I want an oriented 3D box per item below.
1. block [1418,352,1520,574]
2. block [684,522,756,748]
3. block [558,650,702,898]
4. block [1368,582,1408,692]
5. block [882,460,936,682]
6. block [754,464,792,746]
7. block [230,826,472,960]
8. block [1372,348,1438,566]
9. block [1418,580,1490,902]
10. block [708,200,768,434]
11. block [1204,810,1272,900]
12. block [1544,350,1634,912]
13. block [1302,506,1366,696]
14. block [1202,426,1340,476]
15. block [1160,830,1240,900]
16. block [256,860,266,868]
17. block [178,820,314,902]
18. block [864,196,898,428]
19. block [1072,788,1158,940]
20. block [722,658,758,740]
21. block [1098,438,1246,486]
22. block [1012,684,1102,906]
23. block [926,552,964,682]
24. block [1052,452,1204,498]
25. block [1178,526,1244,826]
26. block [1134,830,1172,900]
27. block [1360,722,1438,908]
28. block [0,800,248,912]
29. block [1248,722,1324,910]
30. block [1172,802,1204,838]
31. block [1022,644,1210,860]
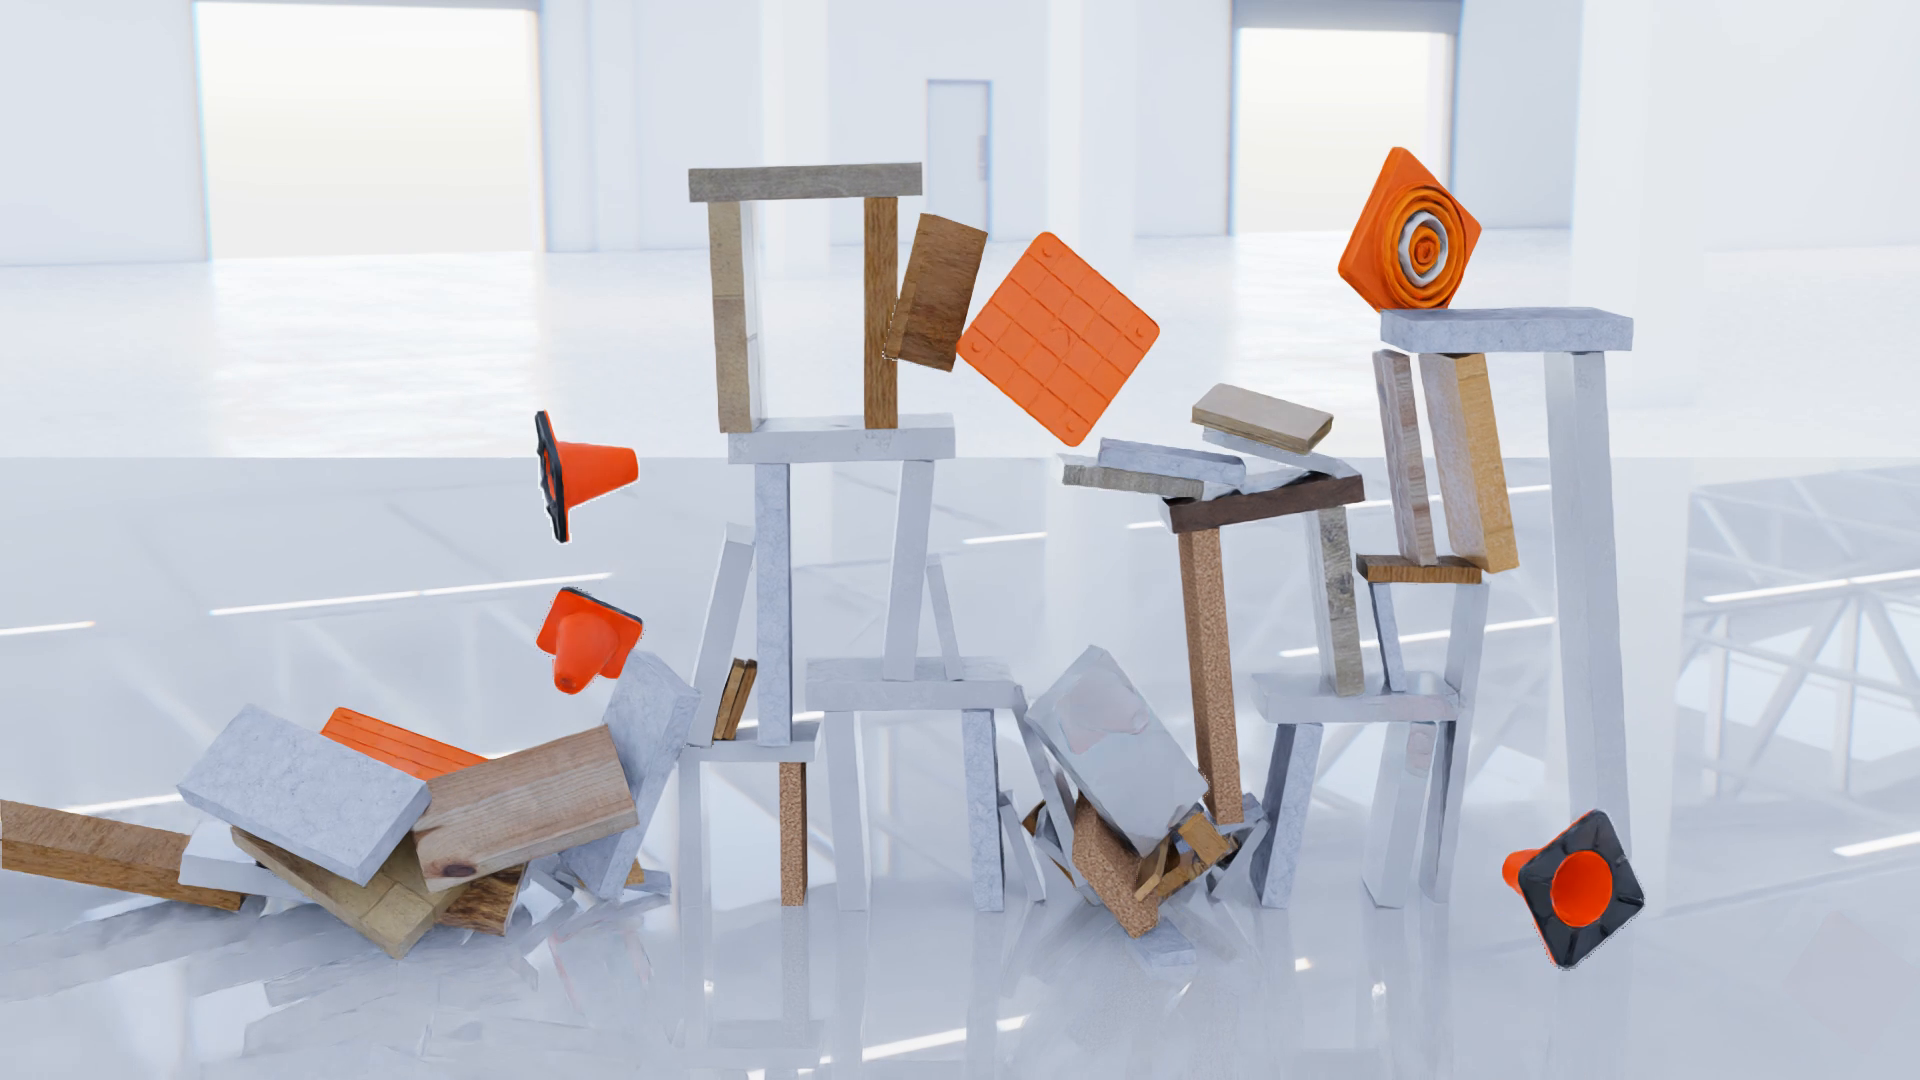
[{"bbox_3d":[0.810,-0.136,3.509,0.049,0.349,0.175,-14,13,-5],"label":"block"},{"bbox_3d":[-0.392,0.150,3.568,0.048,0.336,0.168,12,9,-8],"label":"block"},{"bbox_3d":[-0.542,0.377,3.556,0.044,0.370,0.155,10,19,-44],"label":"block"},{"bbox_3d":[0.696,0.146,3.586,0.026,0.184,0.092,-11,10,6],"label":"block"},{"bbox_3d":[-0.085,0.034,3.573,0.050,0.355,0.178,5,10,-3],"label":"block"},{"bbox_3d":[-0.302,0.090,3.569,0.050,0.456,0.178,0,11,-3],"label":"block"},{"bbox_3d":[-0.952,0.495,3.442,0.336,0.048,0.168,31,53,14],"label":"block"},{"bbox_3d":[0.710,-0.133,3.515,0.028,0.339,0.098,-12,13,-6],"label":"block"},{"bbox_3d":[0.811,0.325,3.616,0.026,0.539,0.092,4,11,-5],"label":"block"},{"bbox_3d":[-0.351,-0.359,3.485,0.051,0.357,0.179,-1,11,4],"label":"block"},{"bbox_3d":[0.463,0.519,3.659,0.022,0.154,0.077,31,9,-6],"label":"block"},{"bbox_3d":[1.024,0.141,3.581,0.049,0.914,0.175,-6,11,1],"label":"block"},{"bbox_3d":[0.606,0.084,3.574,0.044,0.309,0.154,-8,11,0],"label":"block"},{"bbox_3d":[0.494,-0.145,3.509,0.196,0.028,0.098,13,6,-14],"label":"block"},{"bbox_3d":[0.393,0.535,3.657,0.154,0.022,0.077,-38,6,9],"label":"block"},{"bbox_3d":[-0.983,0.513,3.608,0.310,0.044,0.155,10,8,-12],"label":"block"},{"bbox_3d":[-1.087,0.538,3.619,0.350,0.050,0.175,10,8,-12],"label":"block"},{"bbox_3d":[-0.127,-0.366,3.491,0.051,0.357,0.179,0,11,-3],"label":"block"},{"bbox_3d":[0.259,0.491,3.638,0.046,0.161,0.510,-37,7,11],"label":"block"},{"bbox_3d":[-0.357,0.259,3.577,0.017,0.123,0.062,19,8,-9],"label":"block"},{"bbox_3d":[0.336,-0.125,3.501,0.226,0.032,0.113,8,10,0],"label":"block"},{"bbox_3d":[0.159,0.415,3.609,0.027,0.377,0.095,-26,-33,10],"label":"block"},{"bbox_3d":[-0.026,0.124,3.549,0.027,0.190,0.095,-11,11,0],"label":"block"},{"bbox_3d":[0.268,-0.103,3.517,0.226,0.032,0.113,6,10,-7],"label":"block"},{"bbox_3d":[0.407,0.207,3.589,0.044,0.489,0.154,-7,11,-3],"label":"block"},{"bbox_3d":[0.311,0.501,3.505,0.013,0.047,0.444,44,9,2],"label":"block"},{"bbox_3d":[0.726,0.434,3.646,0.044,0.311,0.156,8,10,-2],"label":"block"},{"bbox_3d":[-1.608,0.472,3.597,0.885,0.050,0.175,12,9,-9],"label":"block"},{"bbox_3d":[0.539,0.435,3.644,0.044,0.311,0.156,9,10,-2],"label":"block"},{"bbox_3d":[0.330,0.410,3.631,0.020,0.162,0.071,-42,2,40],"label":"block"},{"bbox_3d":[0.249,0.335,3.469,0.161,0.321,0.046,-45,27,-16],"label":"block"}]
